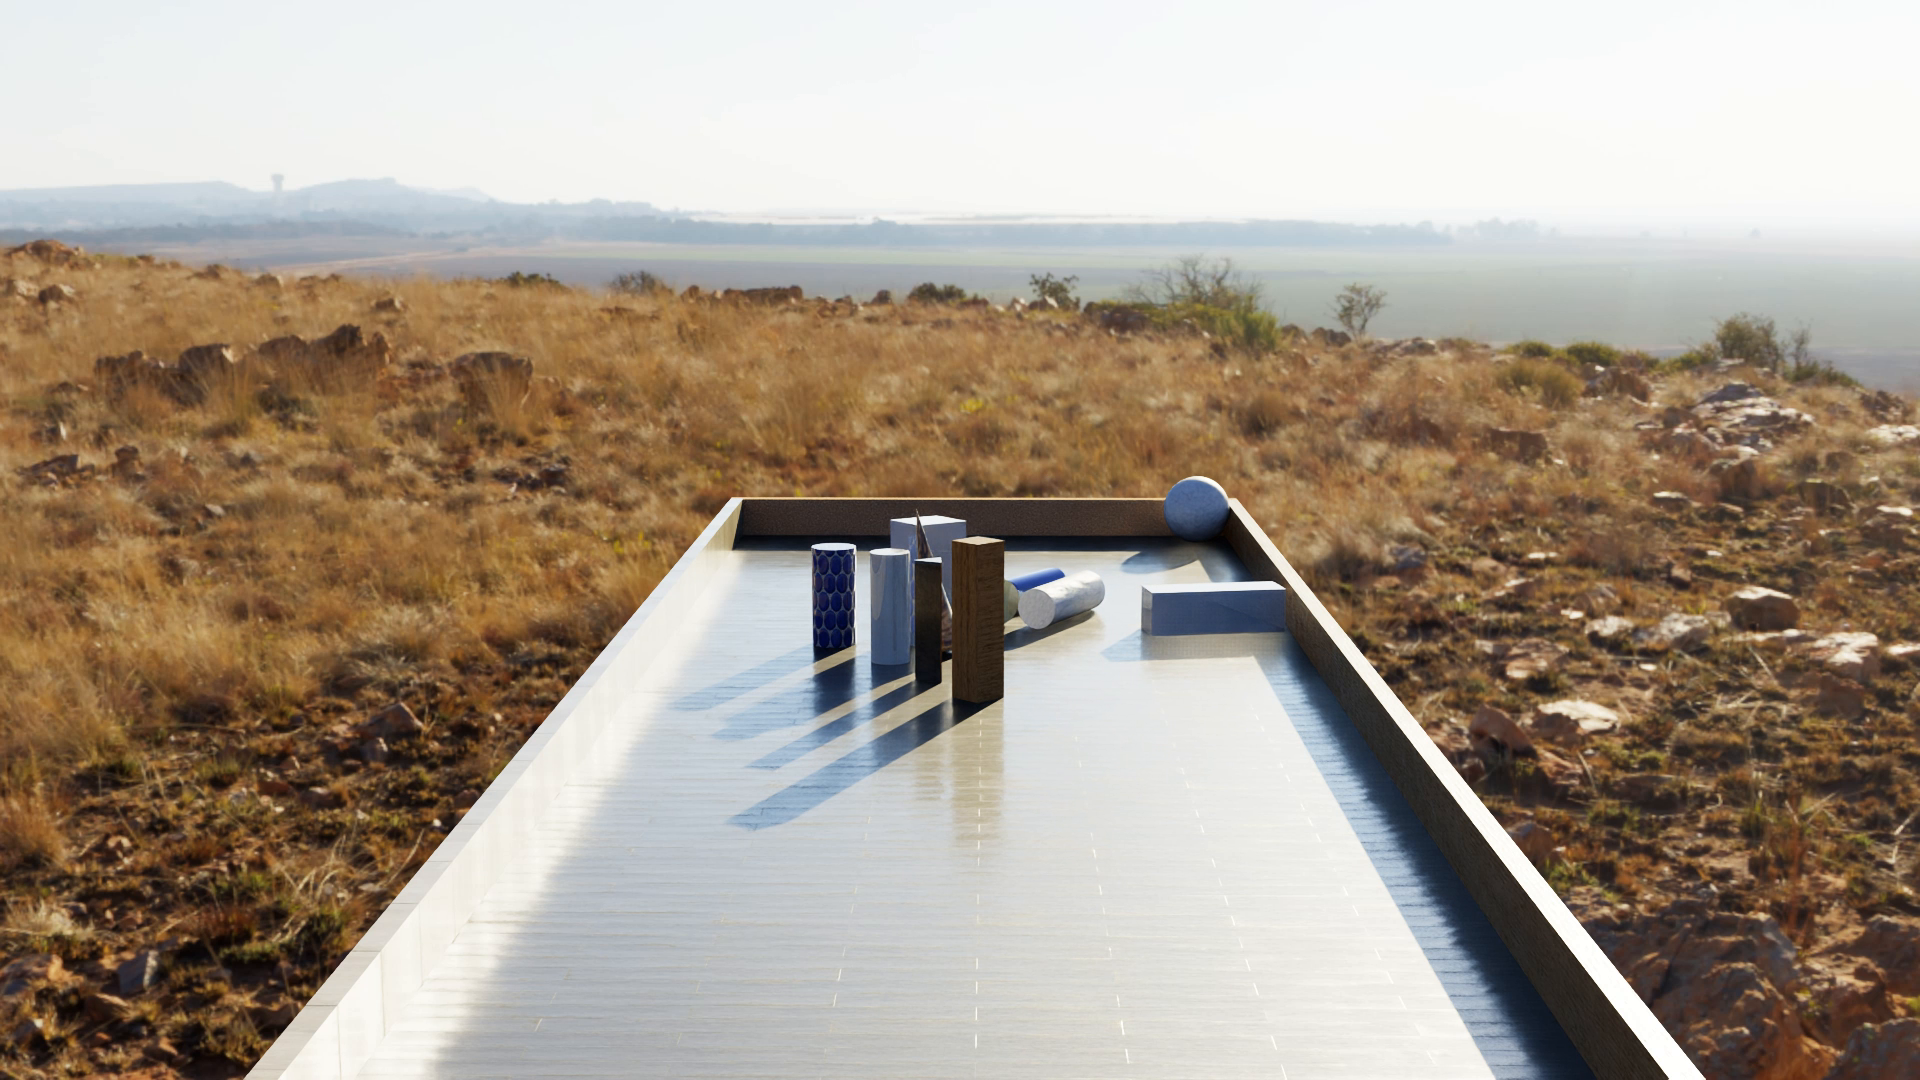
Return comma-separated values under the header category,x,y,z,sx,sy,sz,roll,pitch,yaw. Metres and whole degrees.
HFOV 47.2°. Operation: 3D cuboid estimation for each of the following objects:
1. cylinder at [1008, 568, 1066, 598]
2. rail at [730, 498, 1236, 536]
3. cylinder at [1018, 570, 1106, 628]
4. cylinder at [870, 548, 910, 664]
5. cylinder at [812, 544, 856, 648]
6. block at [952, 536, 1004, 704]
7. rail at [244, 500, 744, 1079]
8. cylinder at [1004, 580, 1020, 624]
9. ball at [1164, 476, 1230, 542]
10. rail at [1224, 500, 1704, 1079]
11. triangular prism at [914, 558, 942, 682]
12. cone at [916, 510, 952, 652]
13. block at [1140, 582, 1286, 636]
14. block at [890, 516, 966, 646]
category,x,y,z,sx,sy,sz,roll,pitch,yaw
cylinder,0.244,0.169,7.613,0.104,0.104,0.314,6,11,34
rail,0.099,-0.098,9.147,2.100,0.150,0.050,0,9,1
cylinder,0.342,0.197,7.340,0.133,0.133,0.392,5,10,28
cylinder,-0.212,0.201,6.665,0.120,0.336,0.120,0,9,0
cylinder,-0.396,0.173,6.926,0.140,0.310,0.140,0,9,0
block,0.050,0.223,6.173,0.104,0.448,0.104,-9,12,-43
rail,-1.004,0.839,3.234,0.050,0.150,12.000,0,9,1
cylinder,0.064,0.178,7.376,0.159,0.159,0.335,-3,10,-19
ball,0.962,-0.124,8.936,0.268,0.268,0.268,0,9,0
rail,1.046,0.843,3.208,0.050,0.150,12.000,0,9,1
triangular prism,-0.076,0.231,6.415,0.087,0.355,0.076,5,10,28
cone,-0.096,0.118,6.789,0.135,0.444,0.135,-10,5,1
block,0.823,0.223,7.152,0.444,0.142,0.142,-1,9,-9
block,-0.098,0.130,6.946,0.173,0.386,0.173,-6,9,-32
